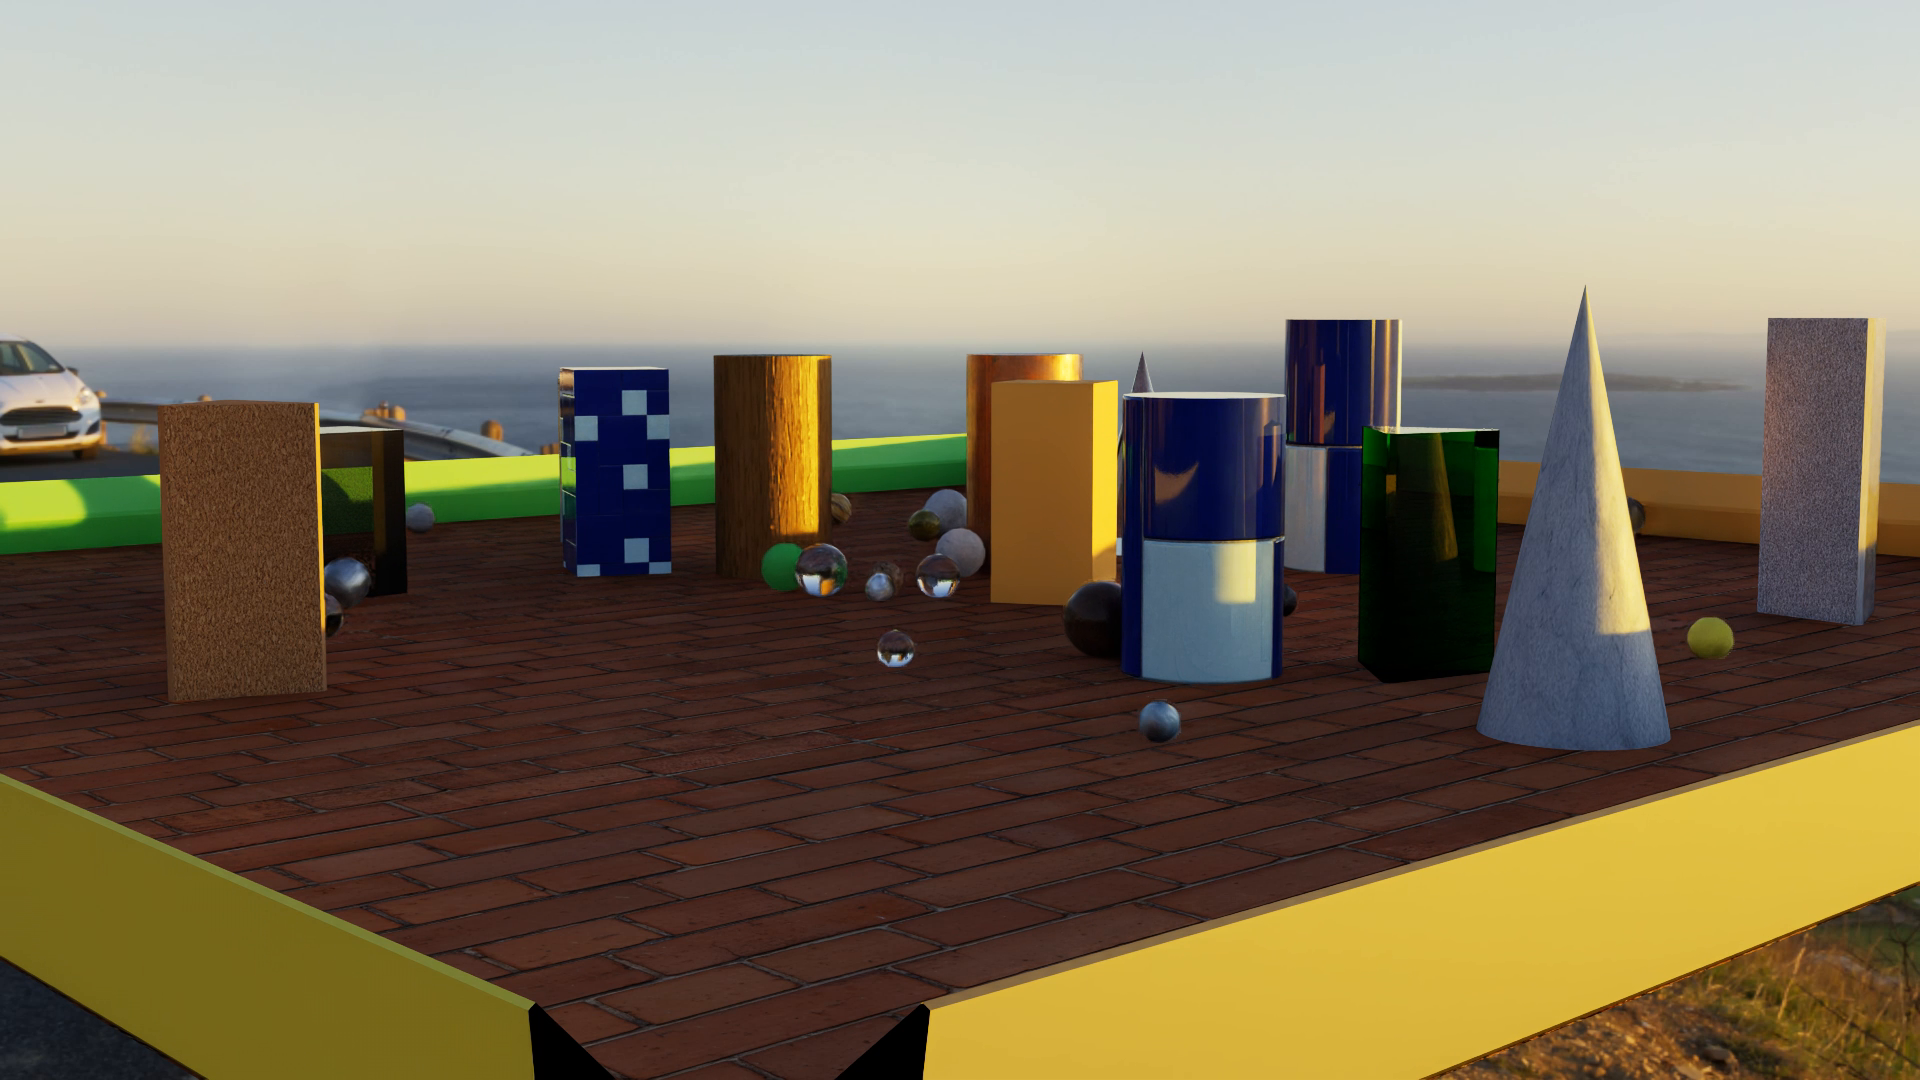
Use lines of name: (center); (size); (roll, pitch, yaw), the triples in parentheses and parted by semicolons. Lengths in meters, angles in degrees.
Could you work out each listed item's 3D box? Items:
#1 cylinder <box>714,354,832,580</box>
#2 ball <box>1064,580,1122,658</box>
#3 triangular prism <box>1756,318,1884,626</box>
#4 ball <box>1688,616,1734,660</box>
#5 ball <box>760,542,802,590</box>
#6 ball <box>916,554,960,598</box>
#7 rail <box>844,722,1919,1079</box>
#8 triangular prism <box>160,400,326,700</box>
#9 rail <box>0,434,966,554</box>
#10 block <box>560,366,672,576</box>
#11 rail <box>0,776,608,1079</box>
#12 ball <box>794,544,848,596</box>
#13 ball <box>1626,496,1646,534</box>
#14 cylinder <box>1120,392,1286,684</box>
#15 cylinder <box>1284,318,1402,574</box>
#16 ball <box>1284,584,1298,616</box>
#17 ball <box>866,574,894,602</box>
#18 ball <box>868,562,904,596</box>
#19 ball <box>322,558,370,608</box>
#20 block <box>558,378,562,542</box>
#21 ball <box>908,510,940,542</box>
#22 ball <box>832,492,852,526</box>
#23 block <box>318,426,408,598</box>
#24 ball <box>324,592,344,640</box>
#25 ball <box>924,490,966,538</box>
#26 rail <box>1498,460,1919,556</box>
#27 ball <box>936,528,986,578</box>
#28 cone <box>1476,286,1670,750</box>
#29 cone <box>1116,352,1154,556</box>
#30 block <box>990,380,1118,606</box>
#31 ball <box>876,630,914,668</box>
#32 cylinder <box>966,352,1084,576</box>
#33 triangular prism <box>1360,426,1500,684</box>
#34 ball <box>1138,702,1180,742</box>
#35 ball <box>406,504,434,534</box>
cylinder: (-0.318, -0.129, 3.744); (0.200, 0.370, 0.200); (0, 6, 0)
ball: (0.183, 0.102, 2.835); (0.100, 0.100, 0.100); (0, 6, 0)
triangular prism: (1.295, -0.106, 3.216); (0.150, 0.435, 0.173); (-4, 7, -33)
ball: (0.961, 0.126, 2.816); (0.056, 0.056, 0.056); (0, 6, 0)
ball: (-0.279, 0.042, 3.509); (0.078, 0.078, 0.078); (0, 6, 0)
ball: (-0.035, 0.056, 3.420); (0.069, 0.069, 0.069); (0, 6, 0)
rail: (1.143, 0.162, 2.100); (3.459, 0.130, 0.045); (-5, 8, -42)
triangular prism: (-0.855, 0.006, 2.606); (0.173, 0.338, 0.150); (-3, 6, -23)
rail: (-1.143, -0.094, 4.564); (3.459, 0.130, 0.045); (-5, 8, -42)
block: (-0.593, -0.121, 3.780); (0.160, 0.347, 0.160); (-2, 6, -19)
rail: (-1.254, 0.154, 2.181); (0.045, 0.130, 3.418); (-5, 8, -42)
ball: (-0.216, 0.047, 3.436); (0.084, 0.084, 0.084); (0, 6, 0)
ball: (1.310, -0.046, 4.339); (0.082, 0.082, 0.082); (0, 6, 0)
cylinder: (0.299, -0.007, 2.710); (0.200, 0.342, 0.200); (0, 6, 0)
cylinder: (0.661, -0.166, 3.812); (0.200, 0.430, 0.200); (0, 6, 0)
ball: (0.469, 0.089, 3.207); (0.048, 0.048, 0.048); (0, 6, 0)
ball: (-0.122, 0.074, 3.366); (0.045, 0.045, 0.045); (0, 6, 0)
ball: (-0.115, 0.062, 3.419); (0.057, 0.057, 0.057); (0, 6, 0)
ball: (-0.927, 0.064, 3.313); (0.076, 0.076, 0.076); (0, 6, 0)
block: (-0.695, -0.161, 4.311); (0.160, 0.317, 0.160); (0, 6, -2)
ball: (-0.068, -0.028, 4.259); (0.062, 0.062, 0.062); (0, 6, 0)
ball: (-0.260, -0.064, 4.578); (0.068, 0.068, 0.068); (0, 6, 0)
block: (-0.988, -0.044, 3.465); (0.160, 0.259, 0.160); (5, 8, 42)
ball: (-0.870, 0.103, 2.985); (0.065, 0.065, 0.065); (0, 6, 0)
ball: (-0.025, -0.051, 4.324); (0.095, 0.095, 0.095); (0, 6, 0)
rail: (1.254, -0.086, 4.482); (0.045, 0.130, 3.418); (-5, 8, -42)
ball: (0.001, 0.022, 3.680); (0.083, 0.083, 0.083); (0, 6, 0)
cone: (0.650, -0.032, 2.310); (0.200, 0.474, 0.200); (0, 6, 0)
cone: (0.338, -0.166, 4.089); (0.200, 0.373, 0.200); (0, 6, 0)
block: (0.147, -0.077, 3.408); (0.160, 0.336, 0.160); (2, 6, 17)
ball: (-0.081, 0.136, 2.753); (0.047, 0.047, 0.047); (0, 6, 0)
cylinder: (0.111, -0.133, 3.773); (0.200, 0.371, 0.200); (0, 6, 0)
triangular prism: (0.550, 0.012, 2.733); (0.173, 0.300, 0.150); (-3, 7, -30)
ball: (0.206, 0.188, 2.275); (0.043, 0.043, 0.043); (0, 6, 0)
ball: (-1.085, -0.043, 4.413); (0.060, 0.060, 0.060); (0, 6, 0)
